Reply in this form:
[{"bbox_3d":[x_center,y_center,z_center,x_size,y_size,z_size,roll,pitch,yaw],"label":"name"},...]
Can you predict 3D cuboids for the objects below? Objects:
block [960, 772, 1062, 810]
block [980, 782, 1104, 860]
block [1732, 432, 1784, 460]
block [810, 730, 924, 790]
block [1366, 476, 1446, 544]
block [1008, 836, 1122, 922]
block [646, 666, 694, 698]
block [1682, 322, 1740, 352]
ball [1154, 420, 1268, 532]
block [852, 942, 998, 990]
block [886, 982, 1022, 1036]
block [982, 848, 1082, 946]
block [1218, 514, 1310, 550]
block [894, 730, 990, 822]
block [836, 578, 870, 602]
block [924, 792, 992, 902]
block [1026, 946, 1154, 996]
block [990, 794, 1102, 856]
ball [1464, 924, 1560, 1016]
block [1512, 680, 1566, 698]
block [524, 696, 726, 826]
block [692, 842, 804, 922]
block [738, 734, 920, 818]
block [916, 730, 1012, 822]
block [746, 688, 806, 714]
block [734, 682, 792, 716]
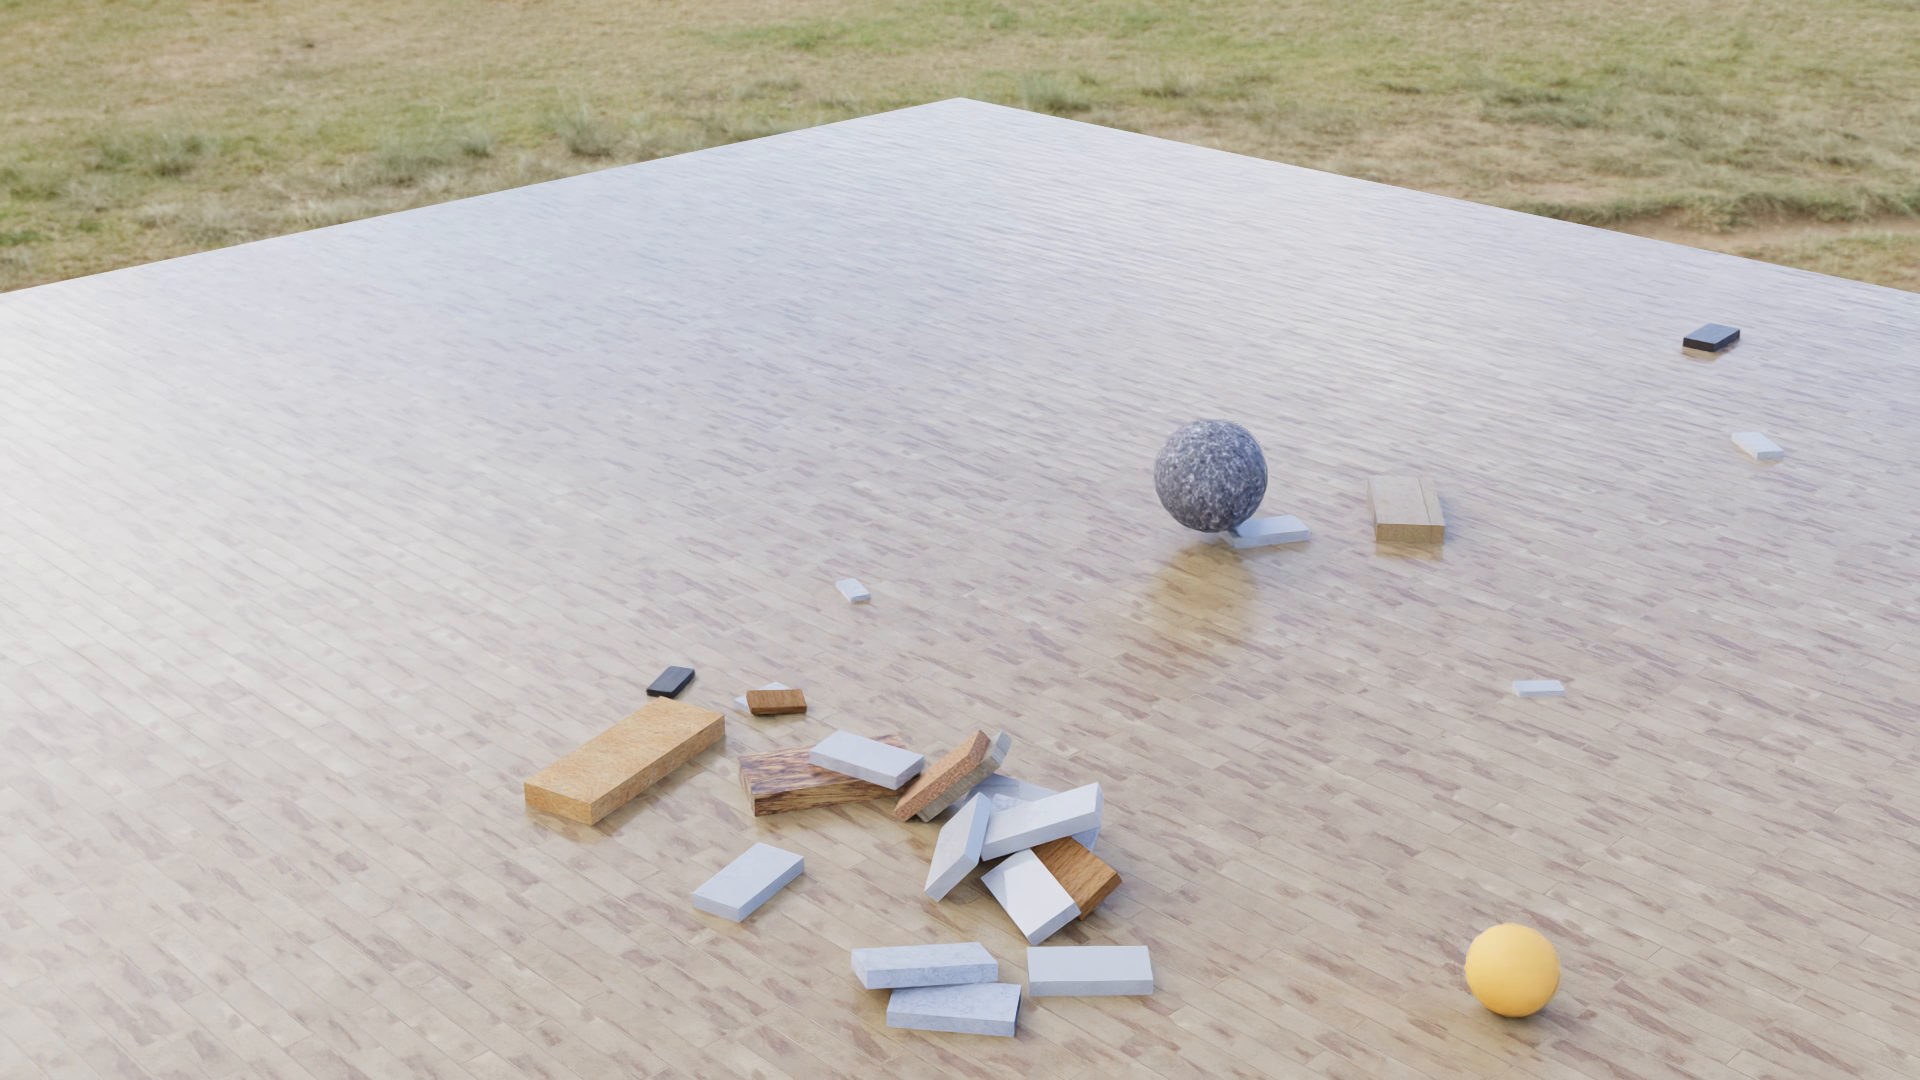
[{"bbox_3d":[0.119,0.537,4.375,0.220,0.031,0.110,13,58,25],"label":"block"},{"bbox_3d":[0.156,0.540,4.220,0.240,0.033,0.118,-19,18,14],"label":"block"},{"bbox_3d":[2.313,-0.274,6.379,0.080,0.023,0.160,-3,23,-7],"label":"block"},{"bbox_3d":[-0.192,0.452,4.531,0.213,0.030,0.107,14,27,29],"label":"block"},{"bbox_3d":[1.193,-0.085,5.899,0.174,0.049,0.347,2,23,5],"label":"block"},{"bbox_3d":[0.198,0.625,4.172,0.108,0.031,0.217,-42,40,-13],"label":"block"},{"bbox_3d":[-0.654,0.322,4.979,0.062,0.018,0.124,7,24,16],"label":"block"},{"bbox_3d":[2.498,-0.673,7.308,0.107,0.030,0.213,18,29,37],"label":"block"},{"bbox_3d":[0.652,-0.165,5.709,0.293,0.293,0.293,0,23,0],"label":"ball"},{"bbox_3d":[-0.063,0.750,3.881,0.236,0.033,0.118,0,8,-16],"label":"block"},{"bbox_3d":[-0.009,0.808,3.817,0.221,0.031,0.110,3,23,7],"label":"block"},{"bbox_3d":[0.131,0.662,4.100,0.108,0.031,0.217,-35,31,-7],"label":"block"},{"bbox_3d":[0.797,-0.022,5.773,0.213,0.030,0.107,-7,24,-15],"label":"block"},{"bbox_3d":[-0.036,0.474,4.423,0.215,0.030,0.108,-40,9,25],"label":"block"},{"bbox_3d":[-0.265,0.124,5.449,0.052,0.015,0.104,-10,25,-22],"label":"block"},{"bbox_3d":[-0.003,0.589,4.231,0.033,0.118,0.236,40,22,-9],"label":"block"},{"bbox_3d":[0.230,0.767,3.915,0.217,0.031,0.108,-1,23,-1],"label":"block"},{"bbox_3d":[0.154,0.574,4.295,0.221,0.031,0.110,11,60,24],"label":"block"},{"bbox_3d":[0.955,0.744,3.804,0.159,0.159,0.159,0,23,0],"label":"ball"},{"bbox_3d":[1.303,0.335,4.953,0.104,0.015,0.052,-1,23,-2],"label":"block"},{"bbox_3d":[-0.698,0.458,4.620,0.174,0.049,0.449,13,26,28],"label":"block"},{"bbox_3d":[-0.402,0.650,4.189,0.108,0.030,0.215,13,26,28],"label":"block"},{"bbox_3d":[-0.273,0.485,4.555,0.347,0.049,0.174,-7,24,-15],"label":"block"},{"bbox_3d":[0.008,0.476,4.419,0.215,0.030,0.108,-40,9,25],"label":"block"},{"bbox_3d":[-0.406,0.357,4.863,0.124,0.018,0.062,0,34,-18],"label":"block"},{"bbox_3d":[-0.436,0.353,4.906,0.062,0.018,0.124,21,30,40],"label":"block"}]
